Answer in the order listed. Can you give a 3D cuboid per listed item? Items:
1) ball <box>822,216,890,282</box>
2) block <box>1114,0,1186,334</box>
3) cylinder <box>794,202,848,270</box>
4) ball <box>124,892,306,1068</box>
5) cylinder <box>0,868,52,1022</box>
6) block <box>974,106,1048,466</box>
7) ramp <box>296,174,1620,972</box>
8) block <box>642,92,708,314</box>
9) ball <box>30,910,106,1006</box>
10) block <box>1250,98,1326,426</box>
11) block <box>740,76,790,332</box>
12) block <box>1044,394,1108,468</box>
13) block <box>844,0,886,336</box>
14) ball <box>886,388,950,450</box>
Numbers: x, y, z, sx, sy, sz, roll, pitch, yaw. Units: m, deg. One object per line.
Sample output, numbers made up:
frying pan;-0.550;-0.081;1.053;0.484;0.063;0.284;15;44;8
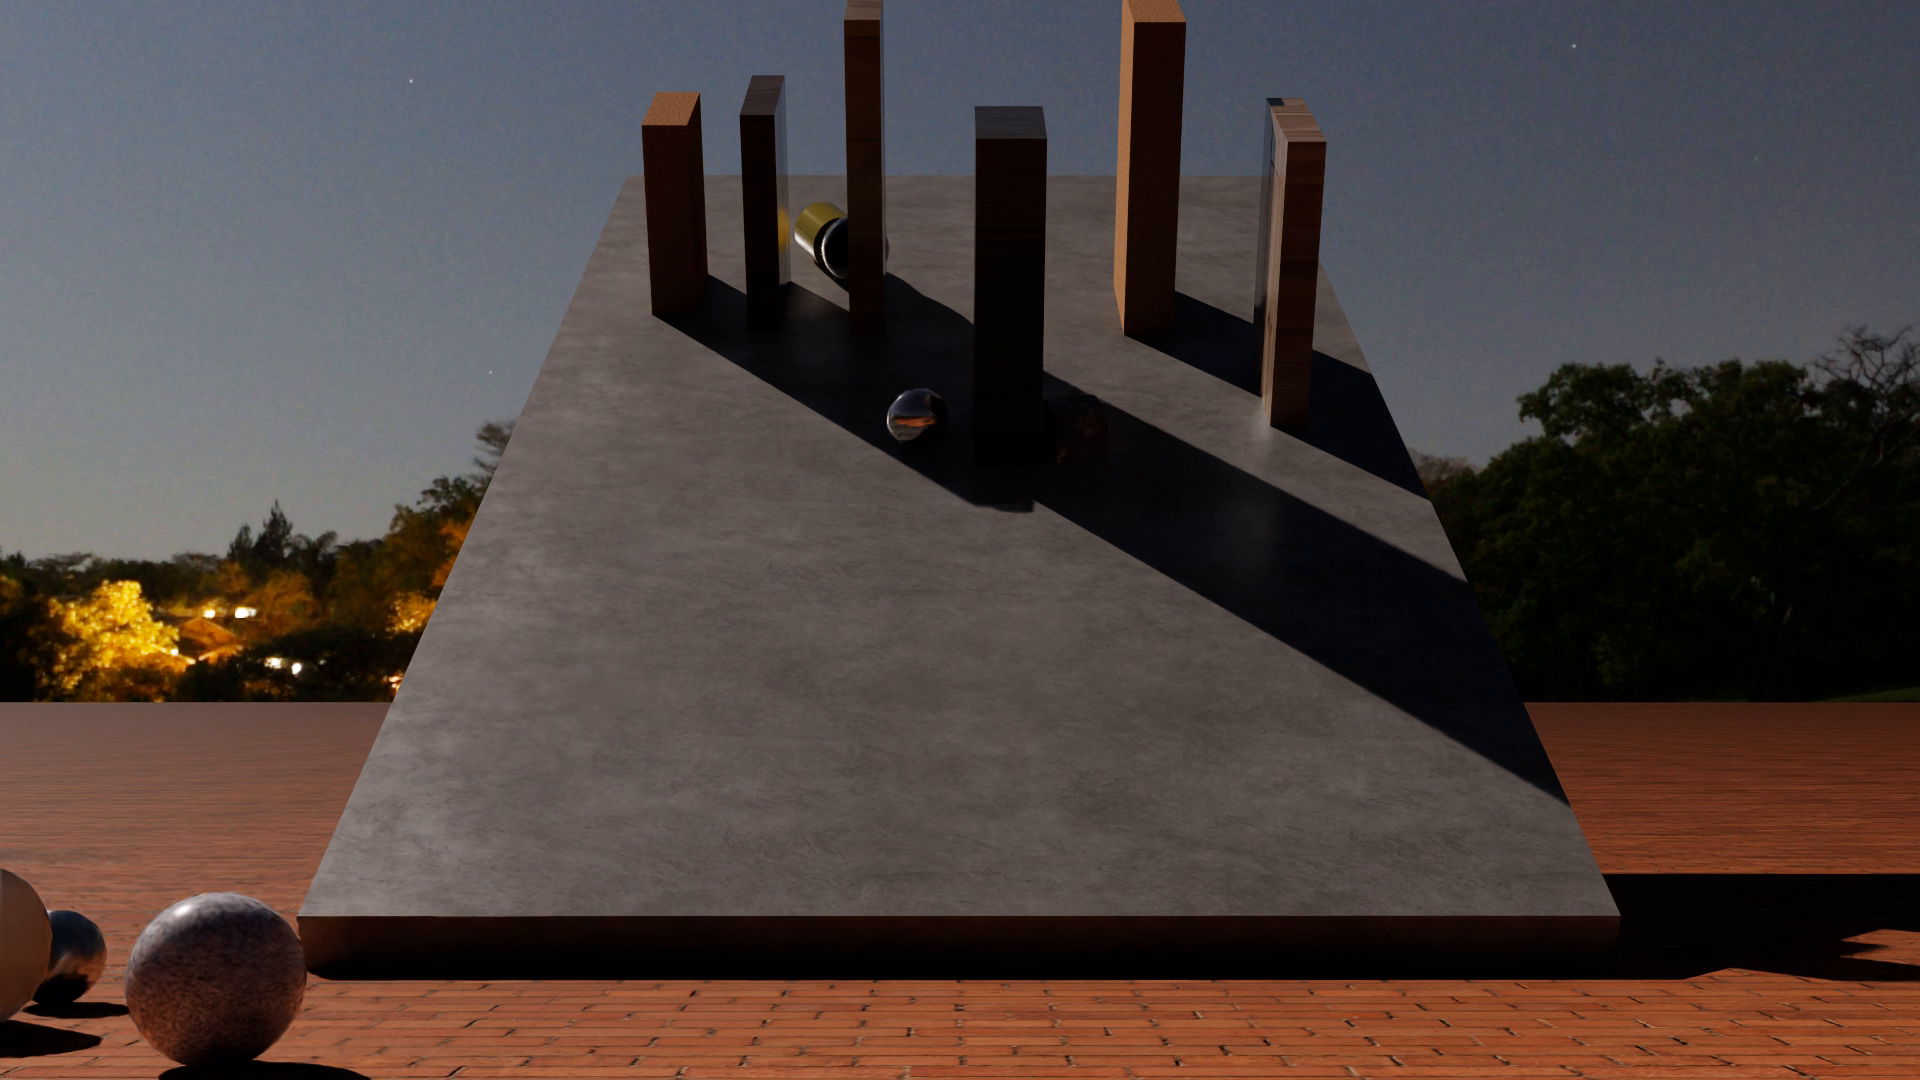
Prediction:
ball;-0.277;-0.771;6.202;0.180;0.180;0.180;0;-4;0
block;0.472;-0.954;5.882;0.123;0.784;0.396;0;25;0
cylinder;-0.351;-0.822;6.343;0.153;0.153;0.153;2;22;-25
ball;-0.842;0.498;2.650;0.197;0.197;0.197;0;-4;0
cylinder;-1.308;0.513;2.982;0.207;0.207;0.207;-3;-5;41
block;0.105;-0.548;5.071;0.146;0.730;0.262;0;25;0
ramp;-0.009;-0.229;5.369;2.000;0.100;4.000;0;25;0
block;-0.733;-0.872;6.043;0.113;0.495;0.331;0;25;0
ball;-1.231;0.568;3.187;0.129;0.129;0.129;0;-4;0
block;0.747;-0.638;5.351;0.084;0.660;0.377;0;25;0
block;-0.491;-0.858;5.945;0.084;0.554;0.397;0;25;0
block;0.254;-0.241;5.139;0.116;0.116;0.116;-5;25;-11
block;-0.233;-0.940;5.843;0.085;0.789;0.328;0;25;0
ball;-0.094;-0.267;5.164;0.140;0.140;0.140;0;-4;0
